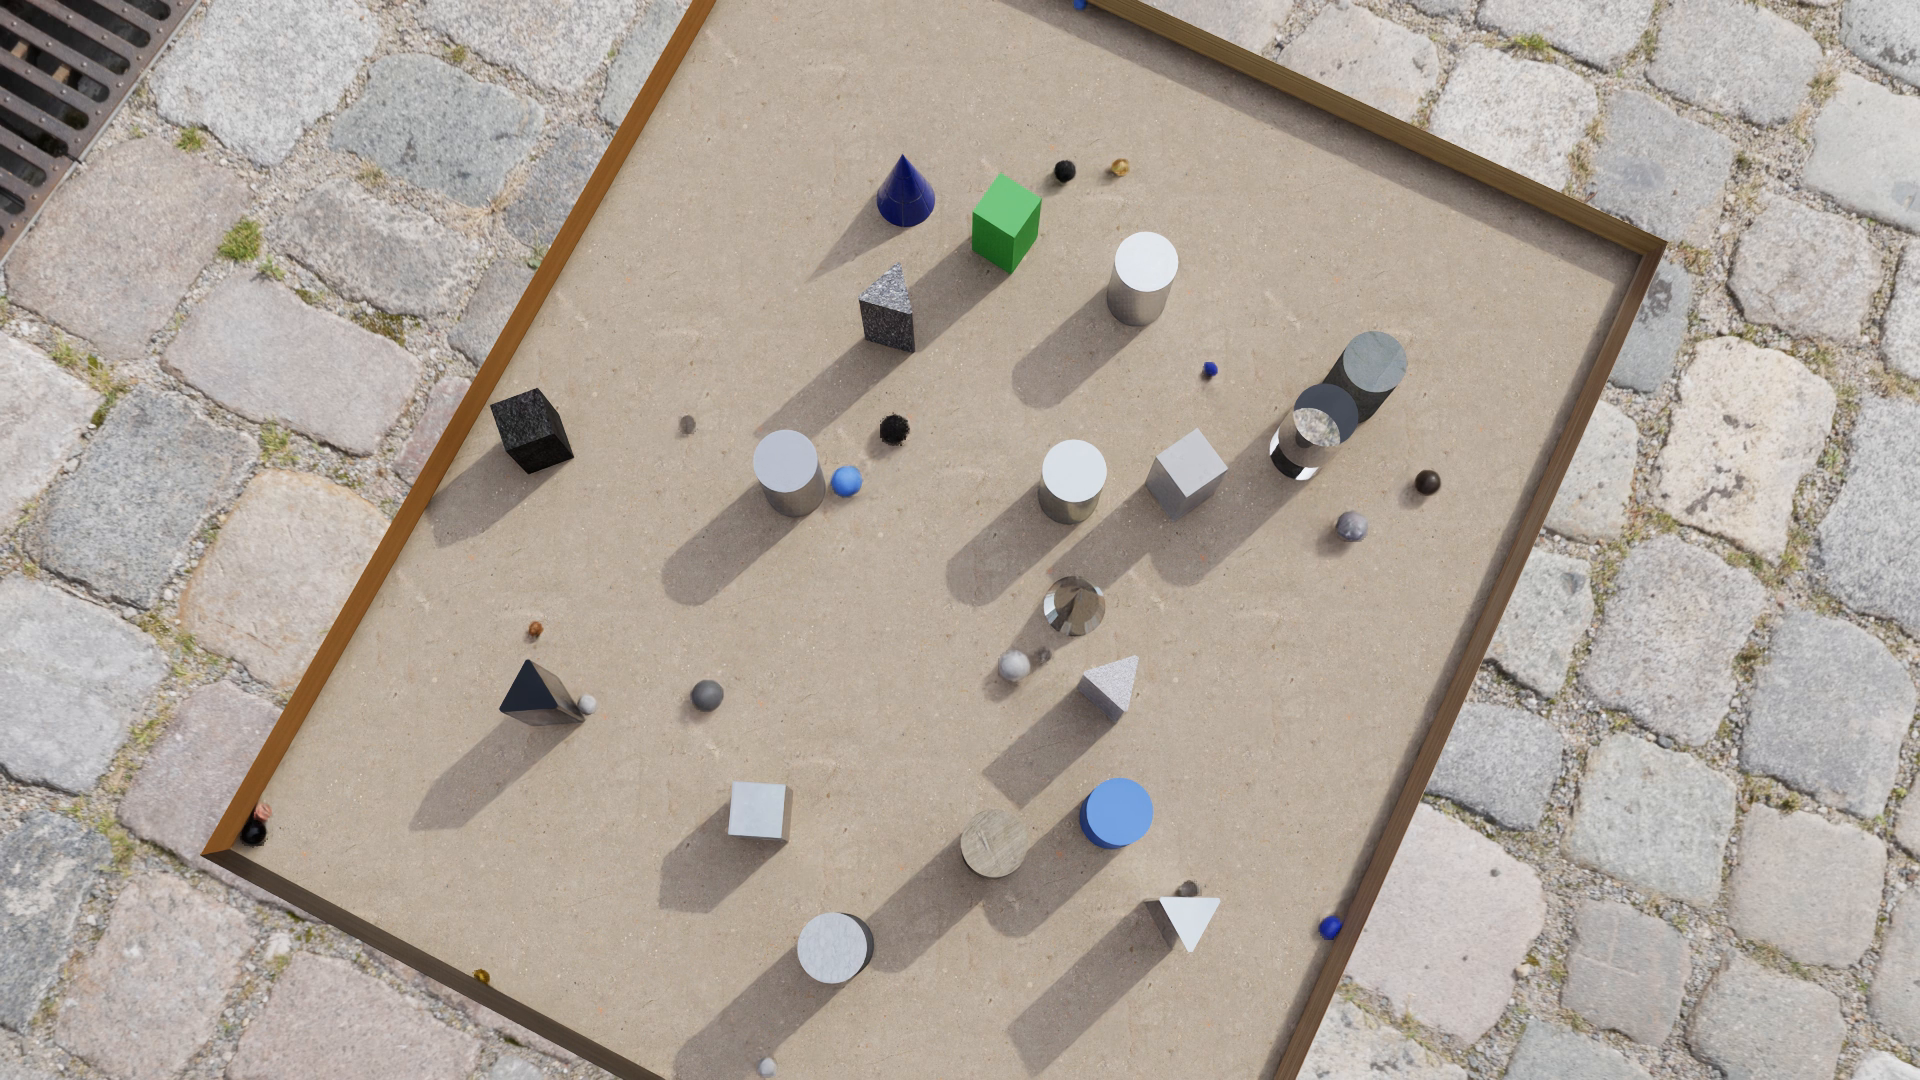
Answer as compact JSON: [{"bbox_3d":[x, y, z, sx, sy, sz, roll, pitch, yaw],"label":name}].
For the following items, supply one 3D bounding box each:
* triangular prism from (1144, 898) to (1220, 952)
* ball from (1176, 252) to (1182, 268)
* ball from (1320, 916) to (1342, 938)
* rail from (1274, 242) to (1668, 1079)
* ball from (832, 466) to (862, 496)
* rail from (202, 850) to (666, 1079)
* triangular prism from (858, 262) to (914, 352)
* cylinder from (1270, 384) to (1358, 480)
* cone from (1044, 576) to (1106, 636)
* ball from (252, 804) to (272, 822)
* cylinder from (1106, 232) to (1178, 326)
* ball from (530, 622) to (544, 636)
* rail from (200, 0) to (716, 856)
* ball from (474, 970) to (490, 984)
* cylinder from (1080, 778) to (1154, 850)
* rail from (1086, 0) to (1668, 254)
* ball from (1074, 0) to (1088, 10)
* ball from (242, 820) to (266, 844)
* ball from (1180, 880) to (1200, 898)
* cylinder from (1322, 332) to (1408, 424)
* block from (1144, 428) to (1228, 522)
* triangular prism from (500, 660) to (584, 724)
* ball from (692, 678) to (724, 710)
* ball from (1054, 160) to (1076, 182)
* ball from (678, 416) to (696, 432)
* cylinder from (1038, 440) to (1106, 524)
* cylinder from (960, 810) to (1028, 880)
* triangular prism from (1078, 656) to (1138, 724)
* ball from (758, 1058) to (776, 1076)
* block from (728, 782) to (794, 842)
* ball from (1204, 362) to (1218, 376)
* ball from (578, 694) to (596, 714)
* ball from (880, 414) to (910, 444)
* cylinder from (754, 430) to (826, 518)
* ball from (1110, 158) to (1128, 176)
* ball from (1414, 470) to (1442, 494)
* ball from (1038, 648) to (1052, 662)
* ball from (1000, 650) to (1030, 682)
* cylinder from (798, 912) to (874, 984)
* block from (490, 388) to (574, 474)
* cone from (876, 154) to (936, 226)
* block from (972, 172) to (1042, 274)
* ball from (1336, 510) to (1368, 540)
[{"bbox_3d":[0.602,1.051,5.172,0.141,0.445,0.162,31,80,6],"label":"triangular prism"},{"bbox_3d":[0.663,-0.877,5.764,0.067,0.067,0.067,0,78,0],"label":"ball"},{"bbox_3d":[1.084,1.130,5.349,0.065,0.065,0.065,0,78,0],"label":"ball"},{"bbox_3d":[1.364,0.674,5.414,0.045,0.122,3.647,26,80,5],"label":"rail"},{"bbox_3d":[-0.344,-0.182,5.607,0.093,0.093,0.093,0,78,0],"label":"ball"},{"bbox_3d":[-0.805,1.583,5.226,3.096,0.122,0.045,26,80,5],"label":"rail"},{"bbox_3d":[-0.200,-0.713,5.569,0.162,0.383,0.141,17,79,3],"label":"triangular prism"},{"bbox_3d":[1.053,-0.319,5.474,0.188,0.409,0.188,0,78,0],"label":"cylinder"},{"bbox_3d":[0.349,0.169,5.424,0.188,0.309,0.188,0,78,0],"label":"cone"},{"bbox_3d":[-2.066,0.806,5.422,0.053,0.053,0.053,0,78,0],"label":"ball"},{"bbox_3d":[0.555,-0.795,5.613,0.188,0.329,0.188,0,78,0],"label":"cylinder"},{"bbox_3d":[-1.282,0.270,5.539,0.041,0.041,0.041,0,78,0],"label":"ball"},{"bbox_3d":[-1.364,-0.661,5.690,0.045,0.122,3.647,26,80,5],"label":"rail"},{"bbox_3d":[-1.391,1.275,5.329,0.047,0.047,0.047,0,78,0],"label":"ball"},{"bbox_3d":[0.449,0.793,5.293,0.188,0.312,0.188,0,78,0],"label":"cylinder"},{"bbox_3d":[0.805,-1.570,5.878,3.096,0.122,0.045,26,80,5],"label":"rail"},{"bbox_3d":[0.393,-1.742,5.956,0.041,0.041,0.041,0,78,0],"label":"ball"},{"bbox_3d":[-2.081,0.863,5.402,0.071,0.071,0.071,0,78,0],"label":"ball"},{"bbox_3d":[0.674,1.027,5.376,0.055,0.055,0.055,0,78,0],"label":"ball"},{"bbox_3d":[1.215,-0.487,5.537,0.188,0.353,0.188,0,78,0],"label":"cylinder"},{"bbox_3d":[0.673,-0.191,5.483,0.150,0.338,0.150,-34,80,-7],"label":"block"},{"bbox_3d":[-1.212,0.442,5.329,0.162,0.383,0.141,-4,78,-1],"label":"triangular prism"},{"bbox_3d":[-0.752,0.462,5.473,0.094,0.094,0.094,0,78,0],"label":"ball"},{"bbox_3d":[0.332,-1.172,5.823,0.069,0.069,0.069,0,78,0],"label":"ball"},{"bbox_3d":[-0.843,-0.359,5.665,0.051,0.051,0.051,0,78,0],"label":"ball"},{"bbox_3d":[0.334,-0.170,5.492,0.188,0.313,0.188,0,78,0],"label":"cylinder"},{"bbox_3d":[0.096,0.878,5.267,0.188,0.329,0.188,0,78,0],"label":"cylinder"},{"bbox_3d":[0.459,0.413,5.371,0.162,0.314,0.141,42,81,8],"label":"triangular prism"},{"bbox_3d":[-0.557,1.517,5.276,0.053,0.053,0.053,0,78,0],"label":"ball"},{"bbox_3d":[-0.576,0.790,5.323,0.150,0.255,0.150,4,78,1],"label":"block"},{"bbox_3d":[0.782,-0.530,5.704,0.042,0.042,0.042,0,78,0],"label":"ball"},{"bbox_3d":[-1.118,0.490,5.486,0.056,0.056,0.056,0,78,0],"label":"ball"},{"bbox_3d":[-0.200,-0.341,5.642,0.089,0.089,0.089,0,78,0],"label":"ball"},{"bbox_3d":[-0.507,-0.195,5.484,0.188,0.339,0.188,0,78,0],"label":"cylinder"},{"bbox_3d":[0.507,-1.188,5.834,0.054,0.054,0.054,0,78,0],"label":"ball"},{"bbox_3d":[1.434,-0.178,5.613,0.078,0.078,0.078,0,78,0],"label":"ball"},{"bbox_3d":[0.255,0.346,5.522,0.046,0.046,0.046,0,78,0],"label":"ball"},{"bbox_3d":[0.165,0.378,5.491,0.093,0.093,0.093,0,78,0],"label":"ball"},{"bbox_3d":[-0.346,1.145,5.161,0.188,0.428,0.188,0,78,0],"label":"cylinder"},{"bbox_3d":[-1.290,-0.326,5.536,0.150,0.290,0.150,-21,79,-4],"label":"block"},{"bbox_3d":[-0.172,-1.122,5.667,0.188,0.356,0.188,0,78,0],"label":"cone"},{"bbox_3d":[0.142,-0.972,5.654,0.150,0.321,0.150,33,80,6],"label":"block"},{"bbox_3d":[1.193,-0.044,5.578,0.092,0.092,0.092,0,78,0],"label":"ball"}]
